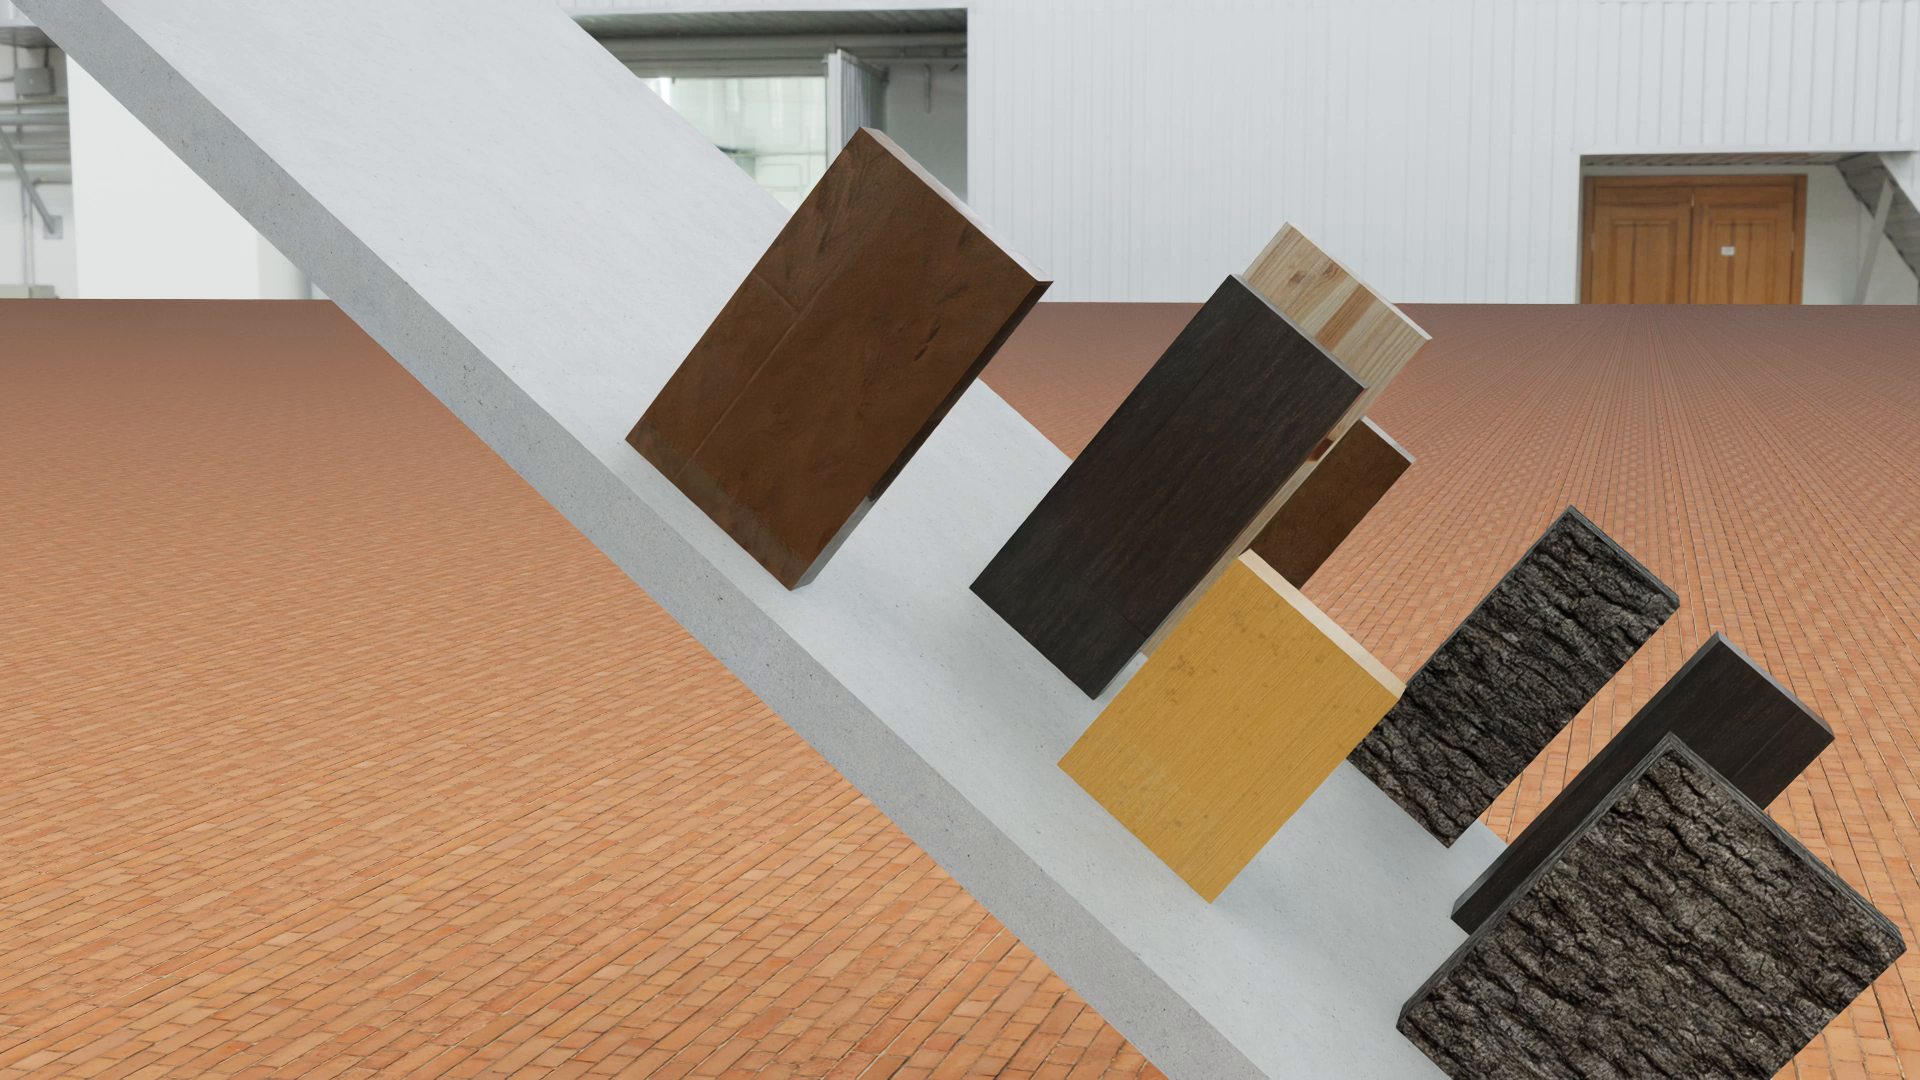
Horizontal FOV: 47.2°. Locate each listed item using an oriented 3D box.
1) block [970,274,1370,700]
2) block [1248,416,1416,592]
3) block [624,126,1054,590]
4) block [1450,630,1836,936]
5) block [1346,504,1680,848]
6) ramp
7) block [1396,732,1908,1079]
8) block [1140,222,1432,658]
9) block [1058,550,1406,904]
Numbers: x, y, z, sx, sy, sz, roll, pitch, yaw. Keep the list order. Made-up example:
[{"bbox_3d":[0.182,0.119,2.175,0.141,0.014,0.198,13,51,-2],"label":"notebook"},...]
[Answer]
[{"bbox_3d":[0.344,-0.085,3.683,0.287,0.694,0.082,42,16,9],"label":"block"},{"bbox_3d":[0.643,-0.079,4.617,0.347,0.531,0.104,42,16,9],"label":"block"},{"bbox_3d":[-0.181,-0.258,3.190,0.338,0.584,0.087,42,16,9],"label":"block"},{"bbox_3d":[1.235,0.517,4.009,0.258,0.707,0.114,42,16,9],"label":"block"},{"bbox_3d":[1.110,0.277,4.444,0.279,0.670,0.144,42,16,9],"label":"block"},{"bbox_3d":[0.007,0.040,4.037,4.000,0.100,2.000,42,16,9],"label":"ramp"},{"bbox_3d":[1.039,0.668,3.350,0.436,0.611,0.115,42,16,9],"label":"block"},{"bbox_3d":[0.489,-0.182,4.101,0.330,0.781,0.115,42,16,9],"label":"block"},{"bbox_3d":[0.409,0.281,3.329,0.312,0.428,0.113,42,16,9],"label":"block"}]
